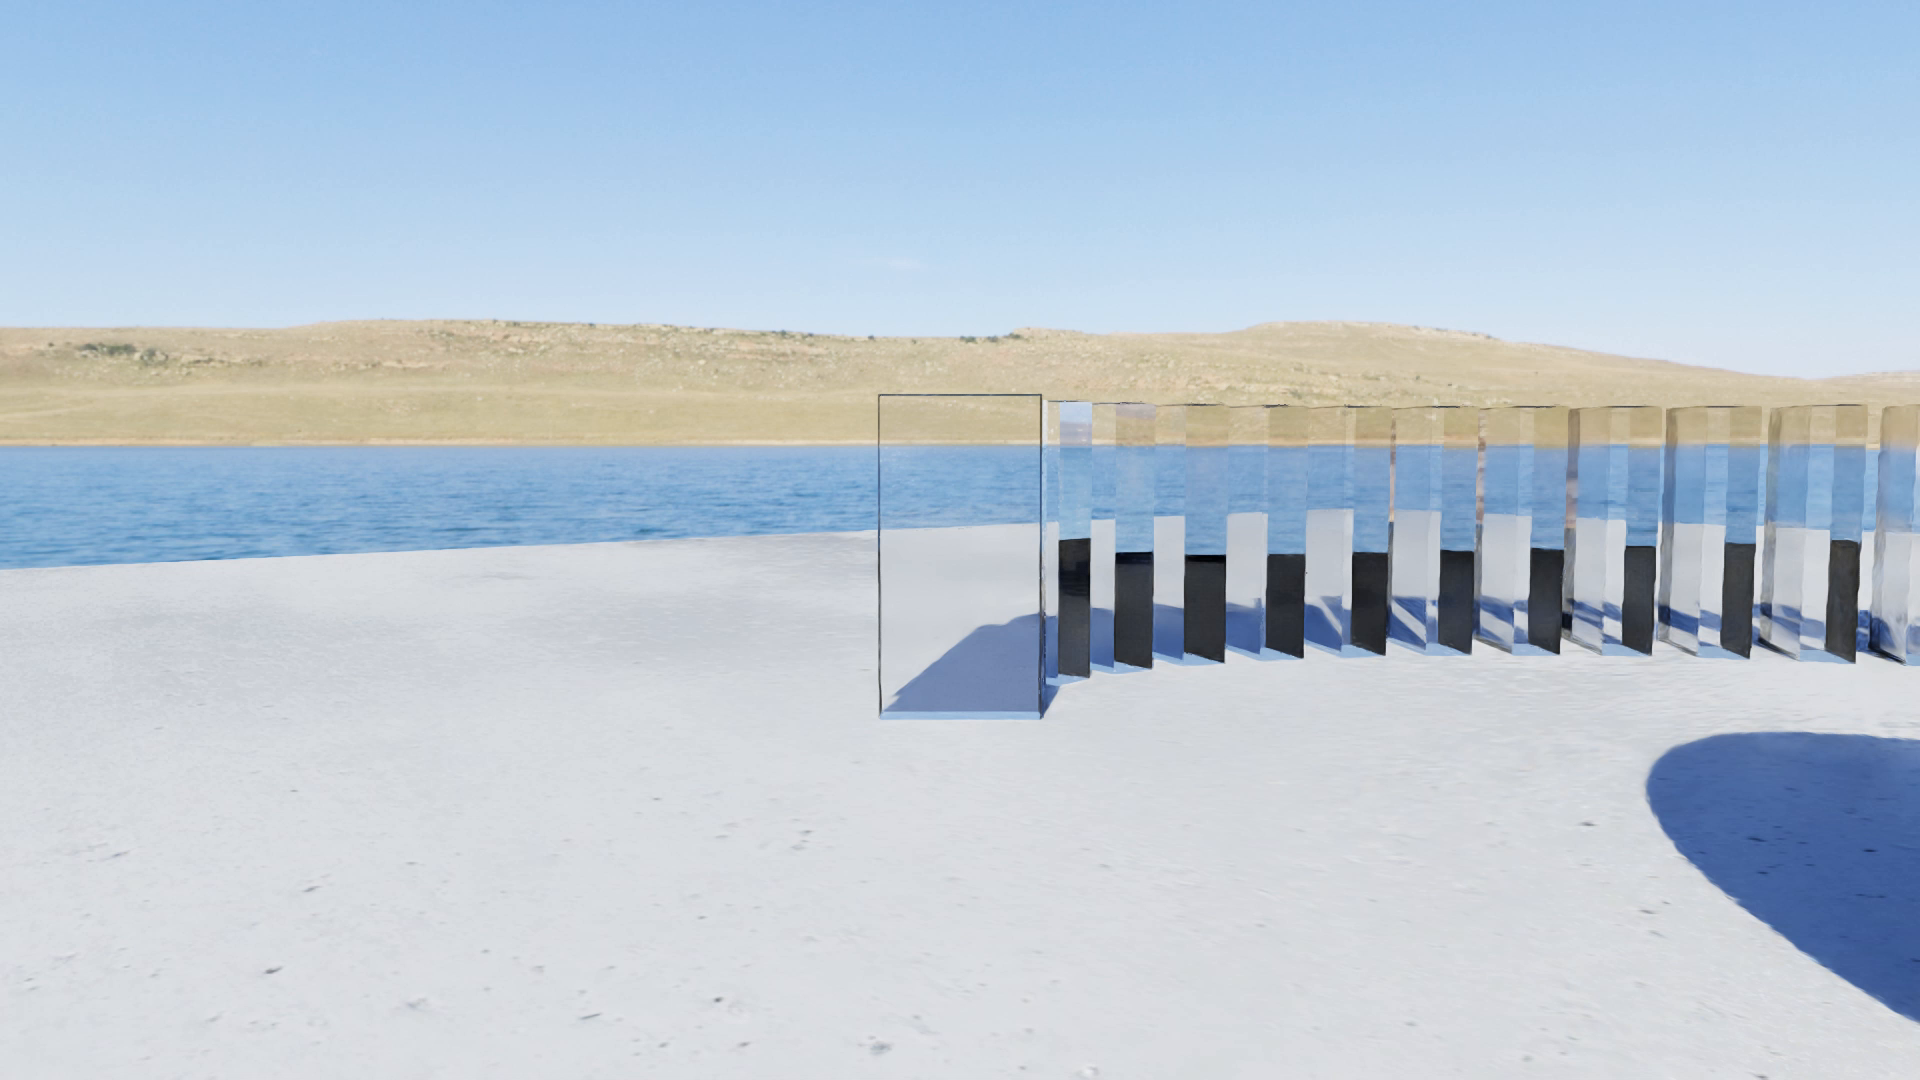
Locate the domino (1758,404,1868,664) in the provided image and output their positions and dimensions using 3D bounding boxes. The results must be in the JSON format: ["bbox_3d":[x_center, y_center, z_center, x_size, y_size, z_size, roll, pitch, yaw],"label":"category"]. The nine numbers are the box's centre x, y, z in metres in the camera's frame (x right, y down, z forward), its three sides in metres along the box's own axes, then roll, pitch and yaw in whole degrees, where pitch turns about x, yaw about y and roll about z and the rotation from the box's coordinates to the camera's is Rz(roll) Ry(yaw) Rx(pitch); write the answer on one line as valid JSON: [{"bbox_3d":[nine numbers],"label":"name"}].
[{"bbox_3d":[0.172,-0.002,0.260,0.009,0.050,0.025,1,4,16],"label":"domino"}]

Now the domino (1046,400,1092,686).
[{"bbox_3d":[0.011,0.000,0.236,0.025,0.050,0.010,4,6,42],"label":"domino"}]

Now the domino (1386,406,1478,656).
[{"bbox_3d":[0.097,-0.003,0.269,0.009,0.050,0.025,0,4,-4],"label":"domino"}]

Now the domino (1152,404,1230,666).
[{"bbox_3d":[0.042,-0.002,0.257,0.009,0.050,0.025,-2,5,-23],"label":"domino"}]

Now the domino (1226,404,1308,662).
[{"bbox_3d":[0.060,-0.002,0.263,0.010,0.050,0.025,-1,4,-15],"label":"domino"}]

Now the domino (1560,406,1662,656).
[{"bbox_3d":[0.135,-0.003,0.268,0.009,0.050,0.025,1,4,7],"label":"domino"}]

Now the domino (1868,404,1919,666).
[{"bbox_3d":[0.190,-0.001,0.254,0.009,0.050,0.025,2,5,22],"label":"domino"}]

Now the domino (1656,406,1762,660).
[{"bbox_3d":[0.154,-0.002,0.264,0.010,0.050,0.025,1,4,12],"label":"domino"}]

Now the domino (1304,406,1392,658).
[{"bbox_3d":[0.079,-0.002,0.267,0.010,0.050,0.025,-1,4,-9],"label":"domino"}]

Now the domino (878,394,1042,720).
[{"bbox_3d":[0.000,0.002,0.201,0.025,0.050,0.009,0,4,0],"label":"domino"}]

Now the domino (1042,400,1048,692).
[{"bbox_3d":[0.002,0.001,0.220,0.025,0.050,0.009,1,4,14],"label":"domino"}]

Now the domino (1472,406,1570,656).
[{"bbox_3d":[0.116,-0.003,0.269,0.009,0.050,0.025,0,4,1],"label":"domino"}]

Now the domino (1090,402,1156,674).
[{"bbox_3d":[0.025,-0.001,0.248,0.009,0.050,0.025,-3,5,-33],"label":"domino"}]
